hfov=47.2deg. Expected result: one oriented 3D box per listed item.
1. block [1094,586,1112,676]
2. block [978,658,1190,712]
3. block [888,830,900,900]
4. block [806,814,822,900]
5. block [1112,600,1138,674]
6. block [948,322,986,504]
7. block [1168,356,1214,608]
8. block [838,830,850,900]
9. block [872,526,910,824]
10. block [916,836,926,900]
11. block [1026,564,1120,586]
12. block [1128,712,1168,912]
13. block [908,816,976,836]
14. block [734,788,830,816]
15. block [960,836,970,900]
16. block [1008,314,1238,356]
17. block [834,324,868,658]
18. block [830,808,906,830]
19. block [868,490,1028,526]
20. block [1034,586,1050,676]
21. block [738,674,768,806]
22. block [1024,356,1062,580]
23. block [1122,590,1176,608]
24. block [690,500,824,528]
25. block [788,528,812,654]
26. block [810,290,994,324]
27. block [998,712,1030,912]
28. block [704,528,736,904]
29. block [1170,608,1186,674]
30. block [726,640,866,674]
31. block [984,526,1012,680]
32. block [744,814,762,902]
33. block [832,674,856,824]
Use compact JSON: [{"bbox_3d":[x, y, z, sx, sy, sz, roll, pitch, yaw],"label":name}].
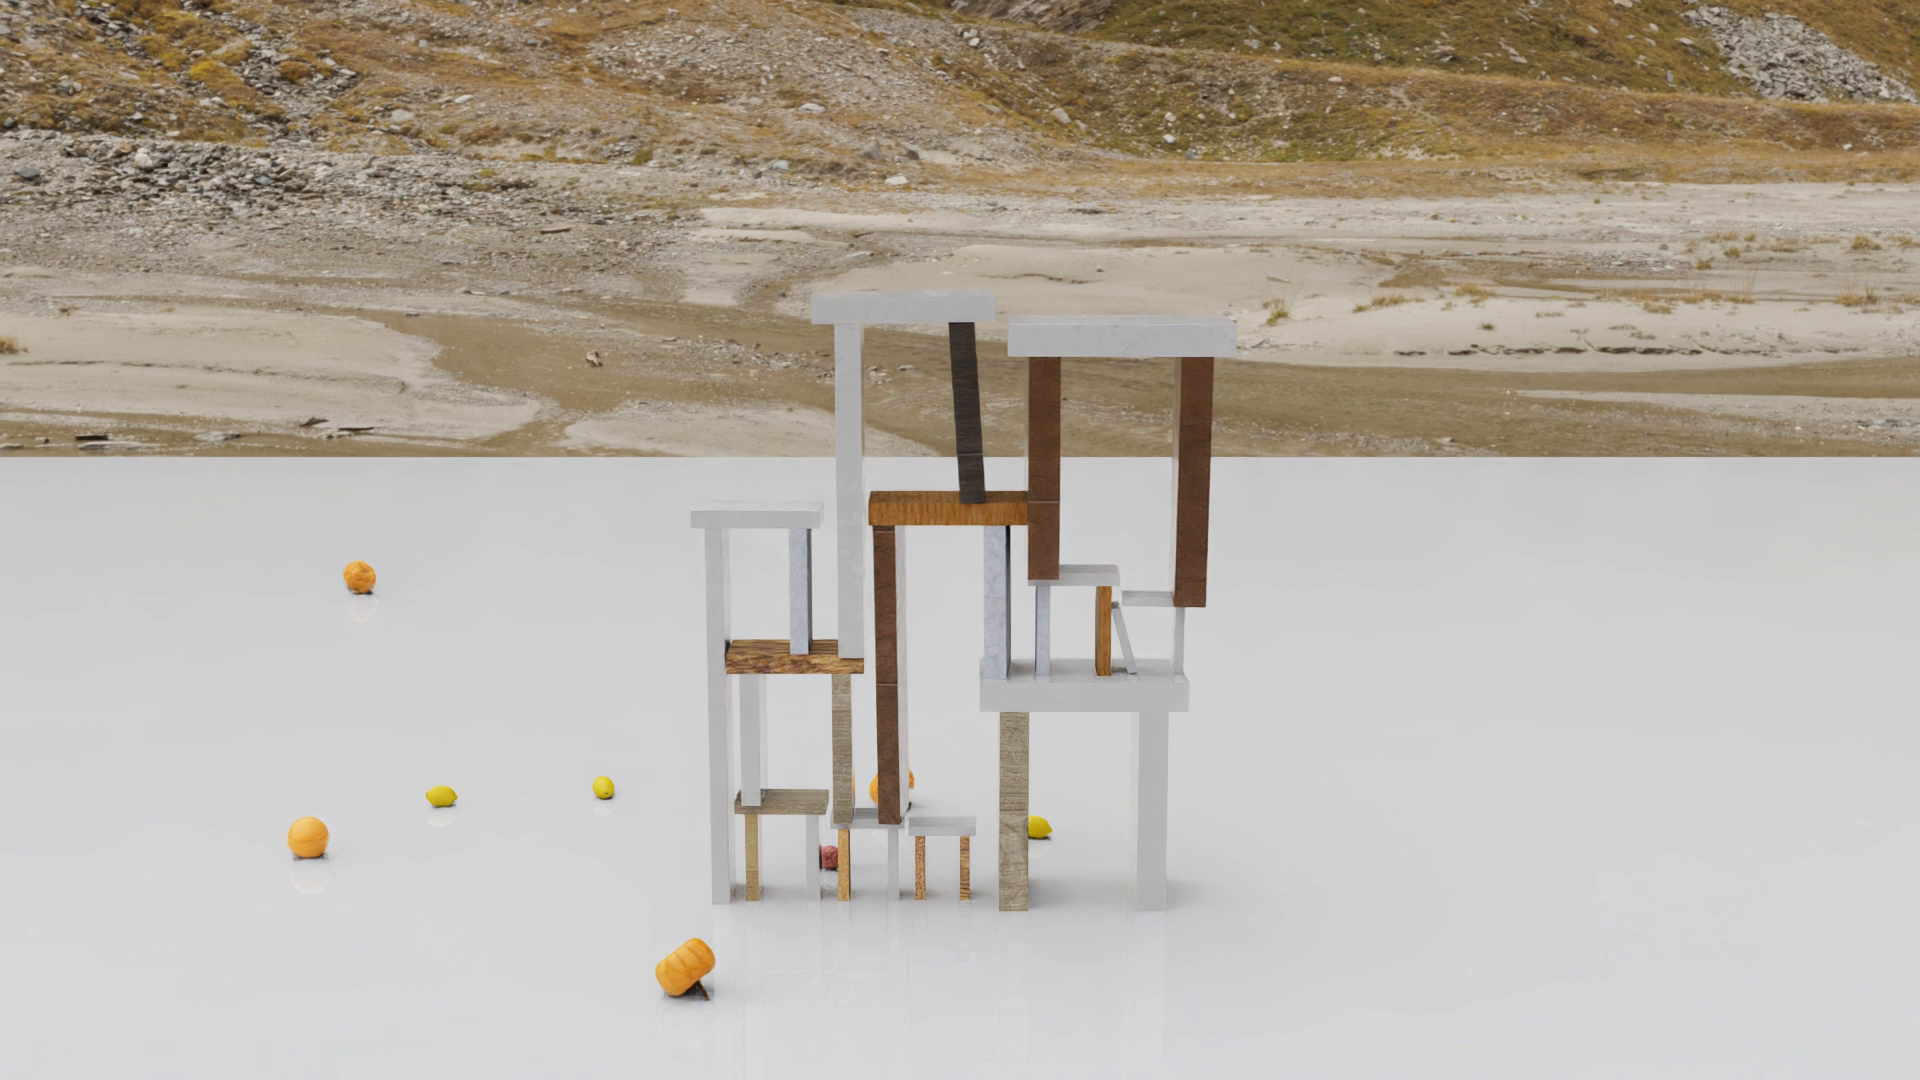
[{"bbox_3d":[0.233,0.140,3.584,0.021,0.149,0.074,0,11,0],"label":"block"},{"bbox_3d":[0.199,0.237,3.602,0.336,0.048,0.168,0,11,0],"label":"block"},{"bbox_3d":[-0.110,0.530,3.654,0.017,0.123,0.062,0,11,0],"label":"block"},{"bbox_3d":[-0.243,0.516,3.657,0.021,0.149,0.075,0,11,0],"label":"block"},{"bbox_3d":[0.266,0.158,3.590,0.016,0.111,0.055,-15,10,3],"label":"block"},{"bbox_3d":[0.012,-0.211,3.520,0.040,0.285,0.143,-4,10,1],"label":"block"},{"bbox_3d":[0.370,-0.105,3.532,0.050,0.397,0.177,1,11,2],"label":"block"},{"bbox_3d":[-0.192,0.530,3.654,0.017,0.123,0.062,0,11,0],"label":"block"},{"bbox_3d":[-0.112,0.208,3.597,0.036,0.494,0.126,0,10,6],"label":"block"},{"bbox_3d":[-0.066,0.536,3.655,0.016,0.111,0.055,0,11,0],"label":"block"},{"bbox_3d":[0.183,0.057,3.570,0.149,0.021,0.074,0,11,0],"label":"block"},{"bbox_3d":[0.311,0.425,3.637,0.048,0.336,0.168,0,11,0],"label":"block"},{"bbox_3d":[-0.029,0.474,3.643,0.111,0.016,0.055,0,11,0],"label":"block"},{"bbox_3d":[-0.294,0.433,3.639,0.149,0.021,0.075,0,11,2],"label":"block"},{"bbox_3d":[0.008,0.536,3.655,0.016,0.111,0.055,0,11,0],"label":"block"},{"bbox_3d":[0.253,-0.325,3.494,0.354,0.050,0.177,0,11,1],"label":"block"},{"bbox_3d":[-0.175,-0.087,3.536,0.040,0.533,0.143,0,10,0],"label":"block"},{"bbox_3d":[-0.152,0.461,3.641,0.123,0.017,0.062,0,10,0],"label":"block"},{"bbox_3d":[-0.020,-0.052,3.546,0.252,0.036,0.126,0,10,-1],"label":"block"},{"bbox_3d":[0.135,0.140,3.585,0.021,0.148,0.074,0,11,0],"label":"block"},{"bbox_3d":[-0.339,0.314,3.616,0.031,0.221,0.111,0,11,1],"label":"block"},{"bbox_3d":[0.131,-0.127,3.534,0.050,0.354,0.177,0,11,-1],"label":"block"},{"bbox_3d":[0.319,0.096,3.580,0.111,0.016,0.055,1,11,1],"label":"block"},{"bbox_3d":[-0.326,-0.042,3.550,0.205,0.029,0.103,0,11,1],"label":"block"},{"bbox_3d":[-0.258,0.073,3.570,0.029,0.205,0.103,0,11,0],"label":"block"},{"bbox_3d":[-0.091,-0.370,3.485,0.285,0.040,0.143,-1,10,-2],"label":"block"},{"bbox_3d":[0.087,0.425,3.637,0.048,0.336,0.168,0,11,0],"label":"block"},{"bbox_3d":[-0.393,0.281,3.612,0.029,0.629,0.103,0,11,0],"label":"block"},{"bbox_3d":[0.356,0.158,3.591,0.016,0.111,0.055,1,11,1],"label":"block"},{"bbox_3d":[-0.265,0.190,3.590,0.221,0.031,0.111,0,11,0],"label":"block"},{"bbox_3d":[0.061,0.089,3.578,0.036,0.252,0.126,1,11,5],"label":"block"},{"bbox_3d":[-0.343,0.516,3.656,0.021,0.149,0.075,0,11,0],"label":"block"},{"bbox_3d":[-0.191,0.329,3.616,0.031,0.251,0.111,0,11,0],"label":"block"}]
